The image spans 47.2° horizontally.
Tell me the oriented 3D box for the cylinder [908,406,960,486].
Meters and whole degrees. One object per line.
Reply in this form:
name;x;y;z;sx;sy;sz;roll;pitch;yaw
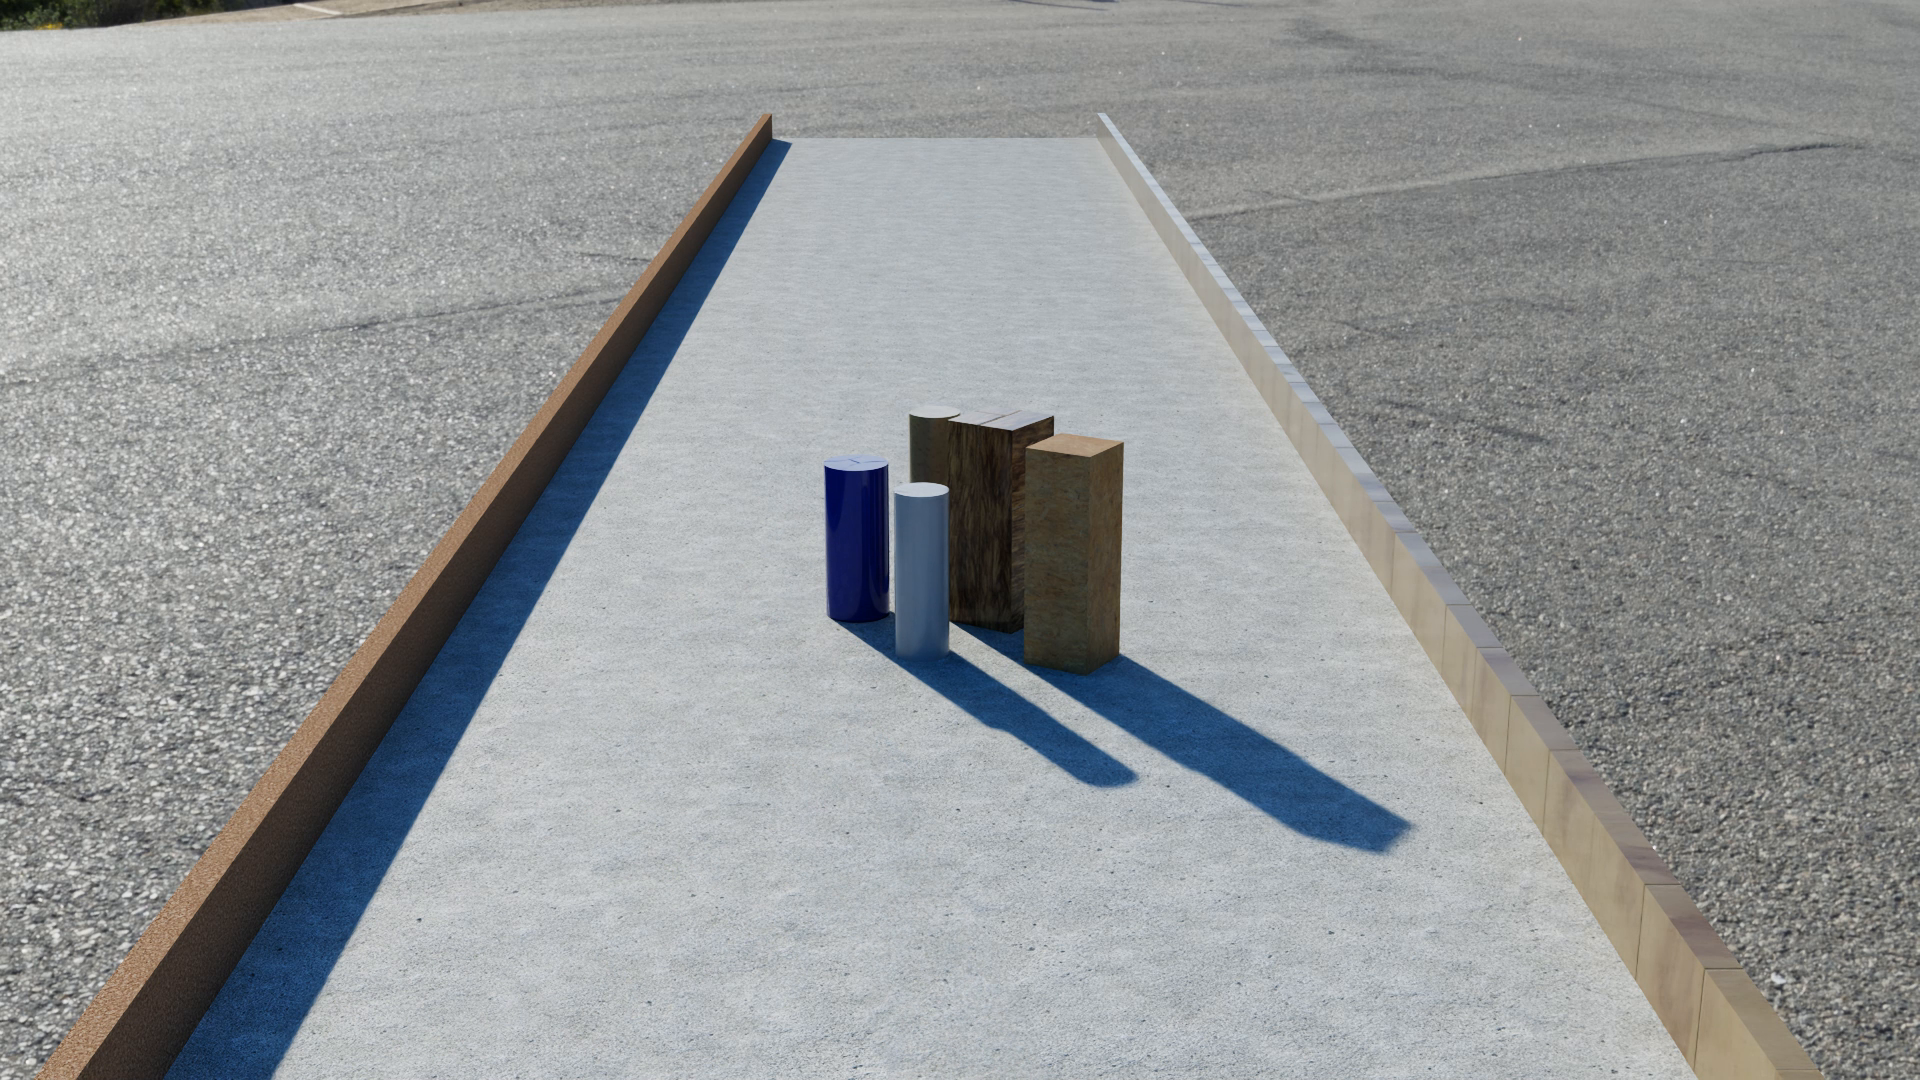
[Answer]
cylinder;-0.056;-0.099;4.888;0.115;0.382;0.115;0;17;0

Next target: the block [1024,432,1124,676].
block;0.225;0.027;4.357;0.141;0.444;0.141;10;19;30

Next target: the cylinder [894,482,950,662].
cylinder;-0.076;0.064;4.409;0.110;0.342;0.110;0;17;0

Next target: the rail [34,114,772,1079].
rail;-1.118;-0.838;7.780;0.050;0.150;12.000;0;17;-1

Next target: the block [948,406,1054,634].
block;0.085;-0.045;4.613;0.160;0.435;0.160;11;20;33

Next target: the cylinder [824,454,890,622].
cylinder;-0.218;-0.003;4.657;0.137;0.332;0.137;0;17;0

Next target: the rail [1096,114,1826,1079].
rail;0.932;-0.844;7.801;0.050;0.150;12.000;0;17;-1
